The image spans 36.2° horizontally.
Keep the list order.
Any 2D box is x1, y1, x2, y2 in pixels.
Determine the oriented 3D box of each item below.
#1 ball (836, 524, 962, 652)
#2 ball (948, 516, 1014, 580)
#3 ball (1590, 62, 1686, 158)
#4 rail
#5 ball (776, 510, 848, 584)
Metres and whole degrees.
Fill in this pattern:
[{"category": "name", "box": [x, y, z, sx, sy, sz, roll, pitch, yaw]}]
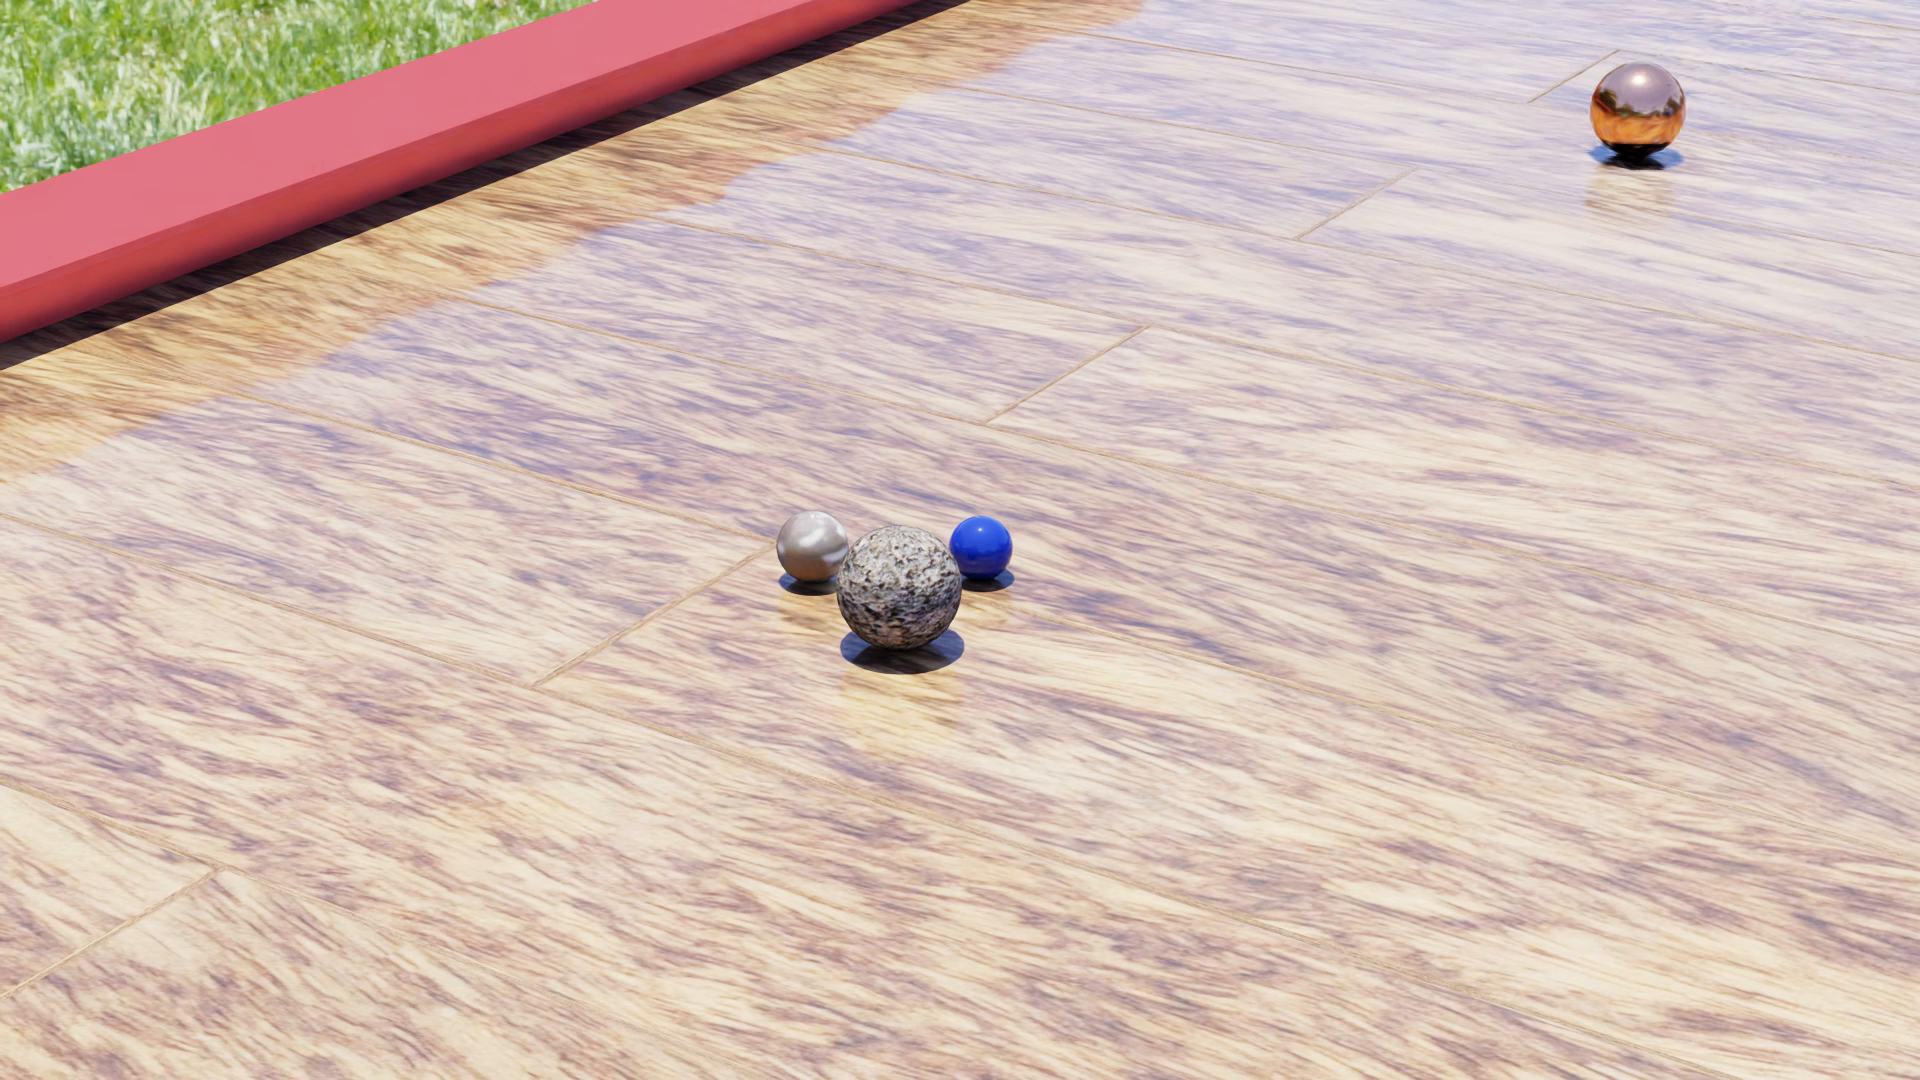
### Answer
[{"category": "ball", "box": [-0.037, 0.029, 1.800, 0.077, 0.077, 0.077, 0, 24, 0]}, {"category": "ball", "box": [0.013, 0.005, 1.897, 0.042, 0.042, 0.042, 0, 24, 0]}, {"category": "ball", "box": [0.631, -0.400, 2.736, 0.088, 0.088, 0.088, 0, 24, 0]}, {"category": "rail", "box": [-0.259, -0.504, 2.930, 0.045, 0.114, 3.309, 15, 28, 30]}, {"category": "ball", "box": [-0.095, 0.004, 1.893, 0.047, 0.047, 0.047, 0, 24, 0]}]
